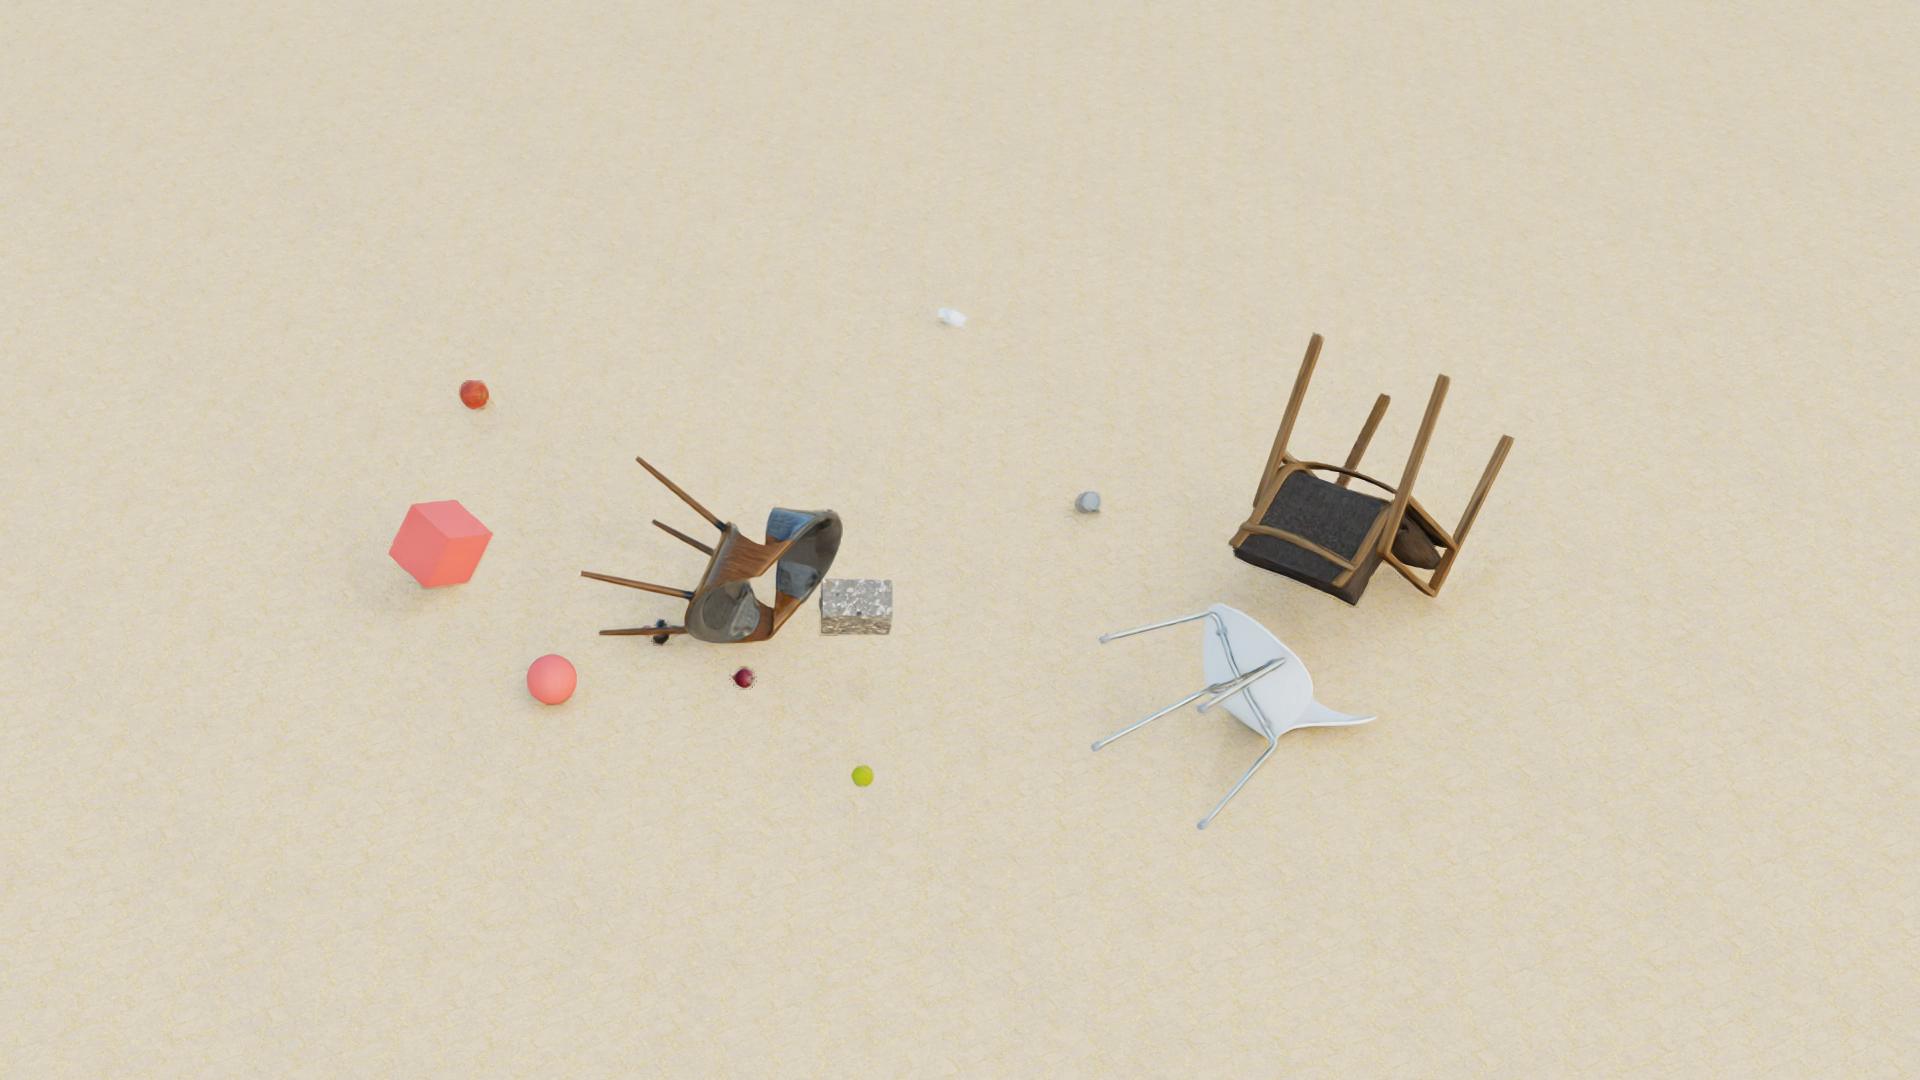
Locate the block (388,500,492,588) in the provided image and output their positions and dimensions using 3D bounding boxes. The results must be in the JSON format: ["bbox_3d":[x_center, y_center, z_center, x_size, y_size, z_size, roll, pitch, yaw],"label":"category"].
[{"bbox_3d":[-1.880,0.013,10.611,0.212,0.220,0.235,39,23,23],"label":"block"}]

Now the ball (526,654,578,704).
[{"bbox_3d":[-1.400,0.478,10.061,0.173,0.173,0.173,0,33,0],"label":"ball"}]

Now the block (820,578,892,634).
[{"bbox_3d":[-0.356,0.229,10.026,0.238,0.183,0.133,1,68,-5],"label":"block"}]
